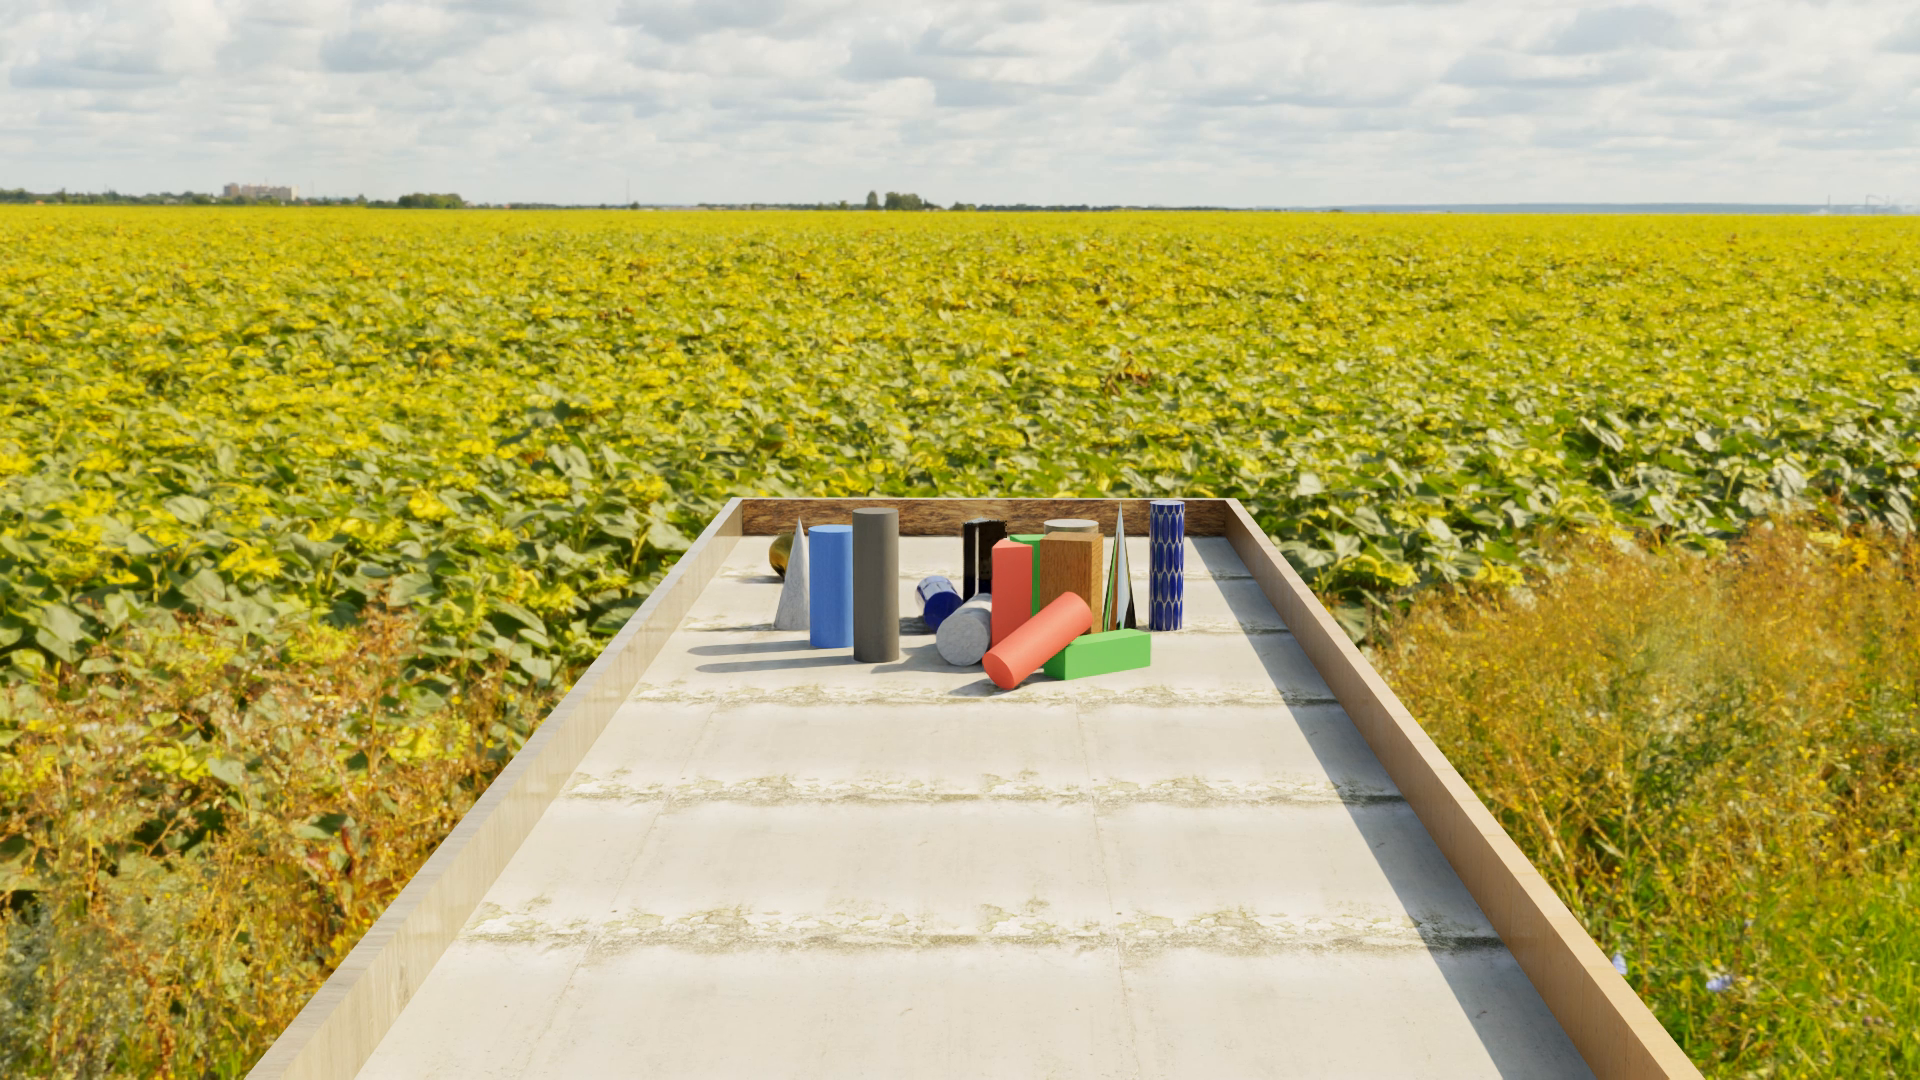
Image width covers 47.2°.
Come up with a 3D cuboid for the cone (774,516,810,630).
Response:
[{"bbox_3d":[-0.525,0.101,7.206,0.176,0.365,0.176,0,9,0],"label":"cone"}]

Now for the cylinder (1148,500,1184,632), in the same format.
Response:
[{"bbox_3d":[0.672,0.083,7.165,0.113,0.414,0.113,0,9,0],"label":"cylinder"}]

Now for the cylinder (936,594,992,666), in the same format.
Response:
[{"bbox_3d":[0.044,0.273,6.773,0.161,0.161,0.349,2,9,12],"label":"cylinder"}]

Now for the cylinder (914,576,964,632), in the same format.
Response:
[{"bbox_3d":[-0.066,0.211,7.237,0.139,0.139,0.307,-1,9,-7],"label":"cylinder"}]

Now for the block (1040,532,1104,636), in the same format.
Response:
[{"bbox_3d":[0.339,0.176,6.689,0.160,0.379,0.160,3,9,16],"label":"block"}]

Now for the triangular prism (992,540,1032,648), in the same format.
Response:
[{"bbox_3d":[0.140,0.186,6.668,0.126,0.360,0.109,-3,13,-17],"label":"triangular prism"}]

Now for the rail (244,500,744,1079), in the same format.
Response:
[{"bbox_3d":[-1.004,0.839,3.234,0.050,0.150,12.000,0,9,1],"label":"rail"}]

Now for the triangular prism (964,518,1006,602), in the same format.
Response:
[{"bbox_3d":[0.075,0.105,7.237,0.135,0.347,0.117,0,9,-3],"label":"triangular prism"}]

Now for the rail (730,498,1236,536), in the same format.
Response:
[{"bbox_3d":[0.099,-0.098,9.147,2.100,0.150,0.050,0,9,1],"label":"rail"}]

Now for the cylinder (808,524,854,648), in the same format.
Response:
[{"bbox_3d":[-0.394,0.145,6.922,0.160,0.367,0.160,0,9,0],"label":"cylinder"}]

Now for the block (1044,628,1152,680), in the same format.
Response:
[{"bbox_3d":[0.410,0.340,6.547,0.332,0.100,0.100,-7,11,-36],"label":"block"}]

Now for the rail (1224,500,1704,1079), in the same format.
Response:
[{"bbox_3d":[1.046,0.843,3.208,0.050,0.150,12.000,0,9,1],"label":"rail"}]

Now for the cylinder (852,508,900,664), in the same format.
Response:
[{"bbox_3d":[-0.256,0.137,6.690,0.140,0.456,0.140,0,9,0],"label":"cylinder"}]

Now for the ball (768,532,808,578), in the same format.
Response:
[{"bbox_3d":[-0.619,0.057,8.100,0.171,0.171,0.171,0,9,0],"label":"ball"}]

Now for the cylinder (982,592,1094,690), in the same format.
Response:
[{"bbox_3d":[0.226,0.290,6.359,0.332,0.127,0.127,-36,28,-29],"label":"cylinder"}]

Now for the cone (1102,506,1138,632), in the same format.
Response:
[{"bbox_3d":[0.503,0.100,6.925,0.128,0.454,0.128,0,9,0],"label":"cone"}]

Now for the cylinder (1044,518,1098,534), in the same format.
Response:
[{"bbox_3d":[0.361,0.117,7.162,0.178,0.348,0.178,0,9,0],"label":"cylinder"}]

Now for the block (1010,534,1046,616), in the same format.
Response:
[{"bbox_3d":[0.223,0.159,6.911,0.117,0.339,0.117,-1,9,-16],"label":"block"}]
